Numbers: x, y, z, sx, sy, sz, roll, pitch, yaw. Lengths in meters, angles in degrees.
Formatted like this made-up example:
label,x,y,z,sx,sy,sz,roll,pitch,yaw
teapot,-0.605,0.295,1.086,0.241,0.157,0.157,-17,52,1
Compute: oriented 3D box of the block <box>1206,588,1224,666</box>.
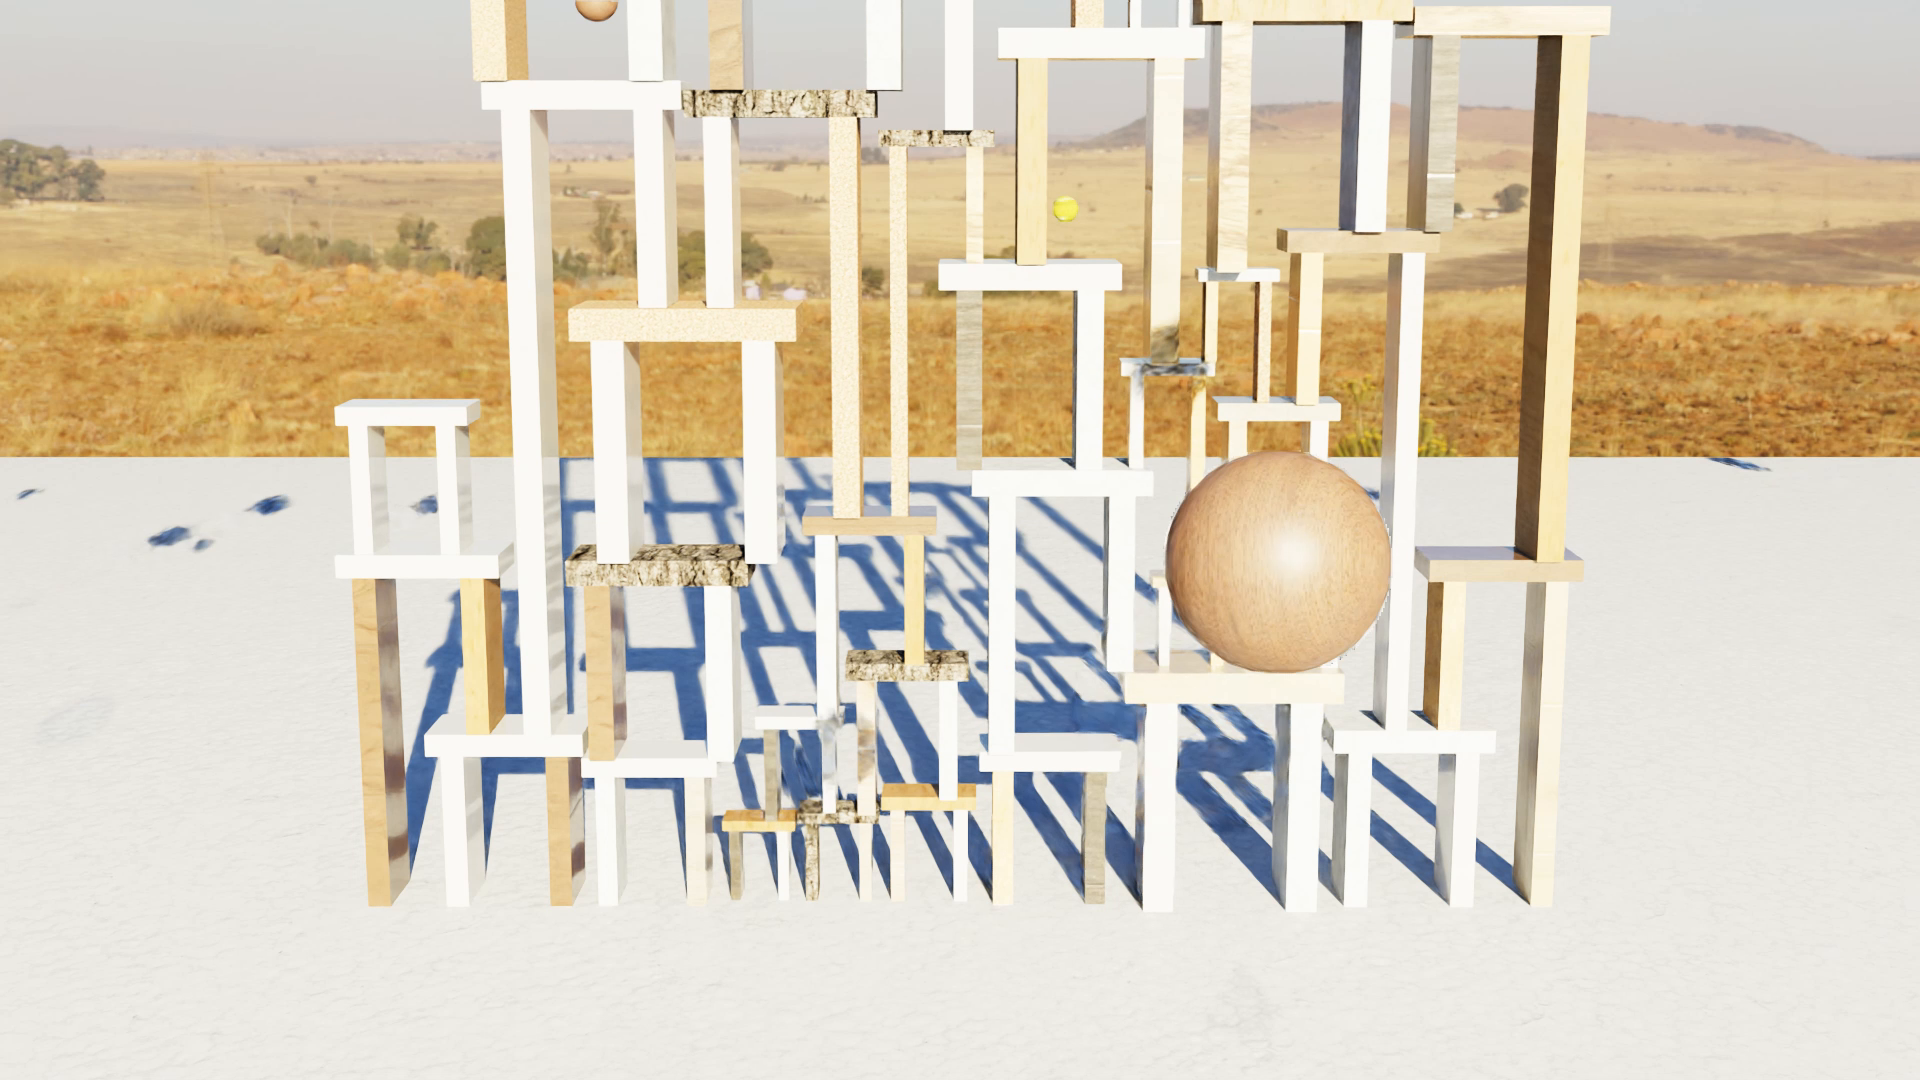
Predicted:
label,x,y,z,sx,sy,sz,roll,pitch,yaw
block,0.417,0.134,3.586,0.018,0.129,0.064,0,11,0

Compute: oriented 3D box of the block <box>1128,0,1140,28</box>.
label,x,y,z,sx,sy,sz,roll,pitch,yaw
block,0.269,-0.845,3.398,0.016,0.112,0.056,0,11,0

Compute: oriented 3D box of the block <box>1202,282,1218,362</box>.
label,x,y,z,sx,sy,sz,roll,pitch,yaw
block,0.397,-0.350,3.498,0.018,0.127,0.063,0,11,1

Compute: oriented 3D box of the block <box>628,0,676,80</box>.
label,x,y,z,sx,sy,sz,roll,pitch,yaw
block,-0.478,-0.889,3.397,0.050,0.355,0.177,0,11,0

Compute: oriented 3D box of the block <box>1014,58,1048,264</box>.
label,x,y,z,sx,sy,sz,roll,pitch,yaw
block,0.111,-0.594,3.447,0.044,0.312,0.156,0,11,0

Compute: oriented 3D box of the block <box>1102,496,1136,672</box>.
label,x,y,z,sx,sy,sz,roll,pitch,yaw
block,0.257,0.058,3.569,0.040,0.285,0.143,0,10,0

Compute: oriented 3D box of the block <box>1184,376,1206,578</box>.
label,x,y,z,sx,sy,sz,roll,pitch,yaw
block,0.378,-0.106,3.535,0.021,0.325,0.073,0,11,0

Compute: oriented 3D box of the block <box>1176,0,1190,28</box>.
label,x,y,z,sx,sy,sz,roll,pitch,yaw
block,0.344,-0.845,3.398,0.016,0.112,0.056,0,11,0

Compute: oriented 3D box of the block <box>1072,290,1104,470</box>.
label,x,y,z,sx,sy,sz,roll,pitch,yaw
block,0.204,-0.262,3.513,0.040,0.283,0.142,0,11,0

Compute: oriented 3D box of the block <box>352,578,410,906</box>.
label,x,y,z,sx,sy,sz,roll,pitch,yaw
block,-0.952,0.319,3.620,0.037,0.550,0.130,0,11,0

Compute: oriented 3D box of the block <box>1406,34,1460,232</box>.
label,x,y,z,sx,sy,sz,roll,pitch,yaw
block,0.739,-0.635,3.438,0.042,0.296,0.148,0,11,0

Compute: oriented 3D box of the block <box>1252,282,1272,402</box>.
label,x,y,z,sx,sy,sz,roll,pitch,yaw
block,0.482,-0.319,3.506,0.018,0.191,0.063,0,10,0

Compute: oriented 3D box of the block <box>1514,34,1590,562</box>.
label,x,y,z,sx,sy,sz,roll,pitch,yaw
block,0.936,-0.379,3.486,0.042,0.816,0.148,0,11,0

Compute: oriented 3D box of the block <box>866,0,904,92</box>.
label,x,y,z,sx,sy,sz,roll,pitch,yaw
block,-0.115,-0.877,3.395,0.051,0.358,0.179,0,11,0

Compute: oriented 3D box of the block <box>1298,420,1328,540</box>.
label,x,y,z,sx,sy,sz,roll,pitch,yaw
block,0.568,-0.102,3.538,0.027,0.193,0.096,0,10,0

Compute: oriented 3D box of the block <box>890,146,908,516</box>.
label,x,y,z,sx,sy,sz,roll,pitch,yaw
block,-0.096,-0.332,3.497,0.025,0.579,0.090,0,11,0

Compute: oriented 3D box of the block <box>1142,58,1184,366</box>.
label,x,y,z,sx,sy,sz,roll,pitch,yaw
block,0.319,-0.517,3.461,0.044,0.468,0.156,0,11,0

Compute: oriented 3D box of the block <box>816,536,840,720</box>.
label,x,y,z,sx,sy,sz,roll,pitch,yaw
block,-0.215,0.132,3.580,0.030,0.304,0.106,0,11,0

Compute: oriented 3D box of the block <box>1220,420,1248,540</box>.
label,x,y,z,sx,sy,sz,roll,pitch,yaw
block,0.440,-0.102,3.538,0.027,0.193,0.096,0,10,0

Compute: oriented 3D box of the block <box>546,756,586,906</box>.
label,x,y,z,sx,sy,sz,roll,pitch,yaw
block,-0.654,0.464,3.648,0.036,0.255,0.127,0,11,0

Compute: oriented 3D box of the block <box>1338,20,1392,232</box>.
label,x,y,z,sx,sy,sz,roll,pitch,yaw
block,0.632,-0.645,3.435,0.045,0.317,0.158,0,11,0

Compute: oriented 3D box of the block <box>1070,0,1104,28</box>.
label,x,y,z,sx,sy,sz,roll,pitch,yaw
block,0.197,-0.938,3.389,0.042,0.297,0.149,0,11,0

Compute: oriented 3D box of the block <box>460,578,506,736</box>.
label,x,y,z,sx,sy,sz,roll,pitch,yaw
block,-0.779,0.176,3.594,0.037,0.259,0.130,0,11,0

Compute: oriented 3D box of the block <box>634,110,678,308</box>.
label,x,y,z,sx,sy,sz,roll,pitch,yaw
block,-0.477,-0.523,3.463,0.043,0.303,0.152,0,10,0

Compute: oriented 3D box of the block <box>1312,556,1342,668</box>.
label,x,y,z,sx,sy,sz,roll,pitch,yaw
block,0.596,0.108,3.578,0.026,0.184,0.092,0,10,0

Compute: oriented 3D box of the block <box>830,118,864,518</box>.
label,x,y,z,sx,sy,sz,roll,pitch,yaw
block,-0.180,-0.354,3.495,0.041,0.623,0.146,0,11,0

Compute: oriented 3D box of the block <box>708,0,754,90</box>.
label,x,y,z,sx,sy,sz,roll,pitch,yaw
block,-0.355,-0.877,3.394,0.051,0.358,0.179,0,11,0

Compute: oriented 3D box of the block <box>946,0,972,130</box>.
label,x,y,z,sx,sy,sz,roll,pitch,yaw
block,-0.001,-0.863,3.404,0.042,0.449,0.149,0,11,0

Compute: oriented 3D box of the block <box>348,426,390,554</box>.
label,x,y,z,sx,sy,sz,roll,pitch,yaw
block,-0.951,-0.088,3.542,0.029,0.207,0.103,0,11,0

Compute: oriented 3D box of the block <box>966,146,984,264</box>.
label,x,y,z,sx,sy,sz,roll,pitch,yaw
block,0.023,-0.528,3.460,0.025,0.179,0.090,0,11,0

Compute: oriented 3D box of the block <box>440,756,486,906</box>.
label,x,y,z,sx,sy,sz,roll,pitch,yaw
block,-0.823,0.464,3.648,0.036,0.255,0.127,0,11,0

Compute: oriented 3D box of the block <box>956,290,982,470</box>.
label,x,y,z,sx,sy,sz,roll,pitch,yaw
block,0.014,-0.262,3.512,0.040,0.283,0.142,0,11,0

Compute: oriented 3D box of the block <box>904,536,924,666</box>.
label,x,y,z,sx,sy,sz,roll,pitch,yaw
block,-0.073,0.087,3.572,0.030,0.212,0.106,0,10,0

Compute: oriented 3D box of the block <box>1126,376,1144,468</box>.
label,x,y,z,sx,sy,sz,roll,pitch,yaw
block,0.280,-0.193,3.519,0.021,0.147,0.073,0,11,0

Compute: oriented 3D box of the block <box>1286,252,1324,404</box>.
label,x,y,z,sx,sy,sz,roll,pitch,yaw
block,0.546,-0.340,3.490,0.034,0.237,0.118,0,10,0

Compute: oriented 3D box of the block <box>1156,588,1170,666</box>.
label,x,y,z,sx,sy,sz,roll,pitch,yaw
block,0.331,0.134,3.587,0.018,0.129,0.064,0,11,0

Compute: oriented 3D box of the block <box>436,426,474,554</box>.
label,x,y,z,sx,sy,sz,roll,pitch,yaw
block,-0.813,-0.088,3.542,0.029,0.207,0.104,0,11,0

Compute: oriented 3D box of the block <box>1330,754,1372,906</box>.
label,x,y,z,sx,sy,sz,roll,pitch,yaw
block,0.648,0.461,3.647,0.037,0.261,0.131,0,11,0

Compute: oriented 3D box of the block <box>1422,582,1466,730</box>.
label,x,y,z,sx,sy,sz,roll,pitch,yaw
block,0.790,0.176,3.591,0.035,0.246,0.123,0,11,0

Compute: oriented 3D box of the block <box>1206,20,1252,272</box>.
label,x,y,z,sx,sy,sz,roll,pitch,yaw
block,0.420,-0.614,3.440,0.045,0.378,0.158,0,11,0

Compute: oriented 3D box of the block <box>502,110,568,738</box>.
label,x,y,z,sx,sy,sz,roll,pitch,yaw
block,-0.680,-0.184,3.525,0.043,0.993,0.152,0,11,0

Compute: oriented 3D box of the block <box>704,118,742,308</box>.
label,x,y,z,sx,sy,sz,roll,pitch,yaw
block,-0.373,-0.518,3.467,0.041,0.292,0.146,0,11,0

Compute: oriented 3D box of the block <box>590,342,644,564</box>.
label,x,y,z,sx,sy,sz,roll,pitch,yaw
block,-0.548,-0.152,3.527,0.050,0.351,0.176,0,11,0

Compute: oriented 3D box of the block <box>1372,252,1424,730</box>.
label,x,y,z,sx,sy,sz,roll,pitch,yaw
block,0.705,-0.079,3.541,0.034,0.767,0.118,0,11,0

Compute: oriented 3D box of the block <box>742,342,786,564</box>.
label,x,y,z,sx,sy,sz,roll,pitch,yaw
block,-0.314,-0.152,3.528,0.050,0.351,0.175,0,11,0

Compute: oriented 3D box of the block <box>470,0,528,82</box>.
label,x,y,z,sx,sy,sz,roll,pitch,yaw
block,-0.714,-0.889,3.396,0.050,0.355,0.177,0,11,0

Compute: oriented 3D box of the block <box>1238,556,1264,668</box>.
label,x,y,z,sx,sy,sz,roll,pitch,yaw
block,0.474,0.108,3.576,0.026,0.184,0.092,0,10,0

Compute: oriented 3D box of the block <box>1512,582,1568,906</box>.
label,x,y,z,sx,sy,sz,roll,pitch,yaw
block,0.954,0.323,3.619,0.035,0.544,0.123,0,11,0

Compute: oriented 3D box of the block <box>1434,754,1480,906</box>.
label,x,y,z,sx,sy,sz,roll,pitch,yaw
block,0.822,0.461,3.647,0.037,0.261,0.131,0,11,0
